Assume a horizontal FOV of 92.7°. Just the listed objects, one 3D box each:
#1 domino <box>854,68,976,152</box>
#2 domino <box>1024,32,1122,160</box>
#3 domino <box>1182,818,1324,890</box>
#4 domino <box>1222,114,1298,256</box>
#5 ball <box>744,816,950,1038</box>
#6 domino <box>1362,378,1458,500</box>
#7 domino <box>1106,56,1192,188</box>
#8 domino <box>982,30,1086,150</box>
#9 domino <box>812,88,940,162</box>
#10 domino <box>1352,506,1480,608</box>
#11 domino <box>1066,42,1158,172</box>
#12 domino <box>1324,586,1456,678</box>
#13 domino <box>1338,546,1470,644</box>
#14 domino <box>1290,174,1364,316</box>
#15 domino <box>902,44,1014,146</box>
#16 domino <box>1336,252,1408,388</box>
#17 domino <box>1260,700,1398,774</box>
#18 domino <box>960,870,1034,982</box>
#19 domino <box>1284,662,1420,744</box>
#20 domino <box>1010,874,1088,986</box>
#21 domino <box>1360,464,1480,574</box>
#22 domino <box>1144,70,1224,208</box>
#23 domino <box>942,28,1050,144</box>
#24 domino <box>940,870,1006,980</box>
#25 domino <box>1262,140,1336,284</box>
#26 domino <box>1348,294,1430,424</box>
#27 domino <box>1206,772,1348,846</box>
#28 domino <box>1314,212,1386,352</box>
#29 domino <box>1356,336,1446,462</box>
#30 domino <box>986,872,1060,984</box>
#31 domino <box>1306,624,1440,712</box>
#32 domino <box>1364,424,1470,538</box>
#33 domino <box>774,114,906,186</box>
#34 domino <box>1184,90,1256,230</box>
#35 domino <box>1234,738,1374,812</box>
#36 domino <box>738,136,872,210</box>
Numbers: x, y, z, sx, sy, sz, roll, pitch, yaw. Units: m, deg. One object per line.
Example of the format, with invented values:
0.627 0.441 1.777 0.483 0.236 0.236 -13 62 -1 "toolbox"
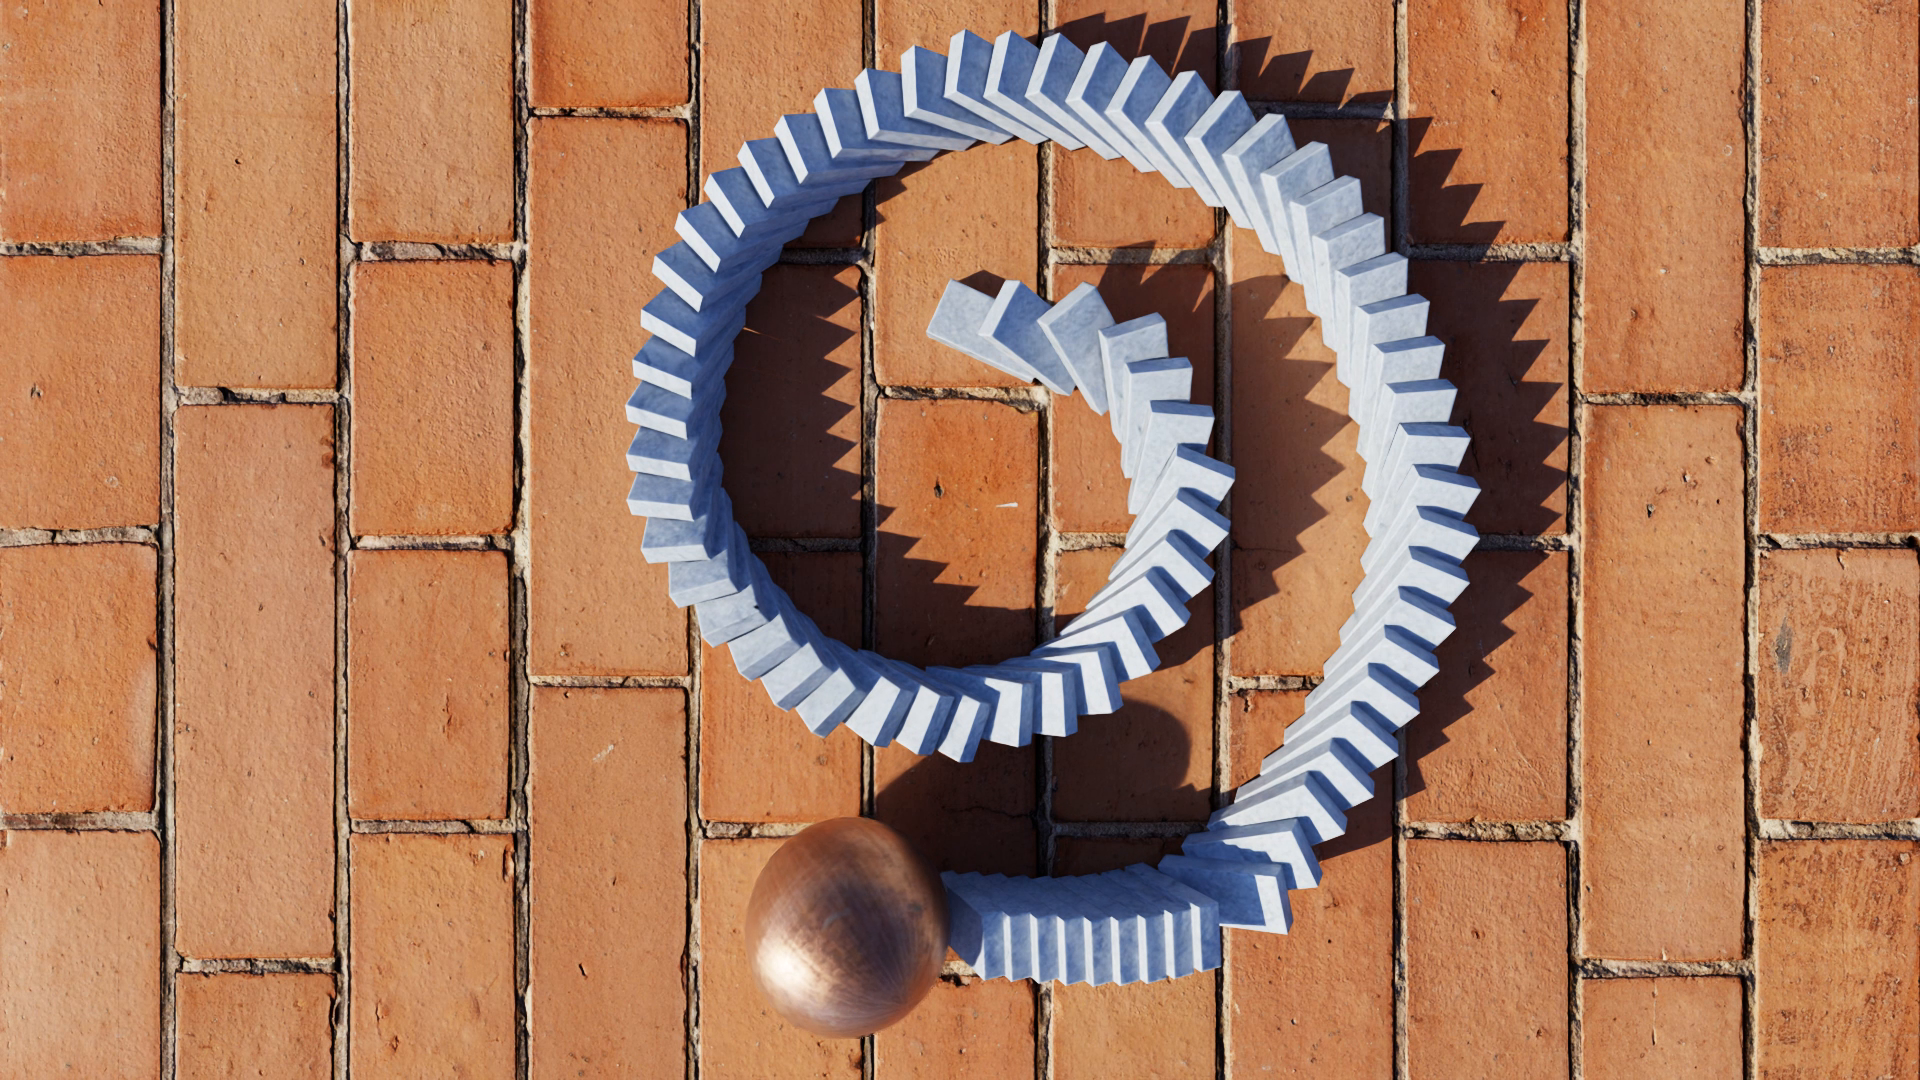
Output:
-0.018 -0.178 0.381 0.050 0.010 0.025 -12 90 -37 "domino"
0.052 -0.183 0.381 0.050 0.010 0.025 20 90 -36 "domino"
0.120 0.133 0.381 0.050 0.009 0.025 -24 93 37 "domino"
0.131 -0.147 0.381 0.025 0.010 0.050 -42 126 0 "domino"
-0.044 0.150 0.360 0.080 0.080 0.080 0 90 0 "ball"
0.186 -0.041 0.382 0.025 0.009 0.050 -4 126 0 "domino"
0.085 -0.173 0.382 0.050 0.010 0.025 29 90 -36 "domino"
0.034 -0.186 0.381 0.050 0.009 0.025 13 89 -36 "domino"
-0.034 -0.172 0.381 0.050 0.010 0.025 -17 90 -36 "domino"
0.188 0.012 0.381 0.025 0.009 0.050 19 126 -1 "domino"
0.069 -0.179 0.381 0.050 0.009 0.025 25 90 -36 "domino"
0.178 0.045 0.382 0.025 0.009 0.050 27 126 0 "domino"
0.184 0.028 0.381 0.025 0.010 0.050 23 126 0 "domino"
0.155 -0.122 0.381 0.025 0.010 0.050 -27 126 -1 "domino"
-0.001 -0.184 0.381 0.050 0.009 0.025 -2 90 -37 "domino"
0.171 -0.091 0.382 0.025 0.010 0.050 -18 126 0 "domino"
0.153 0.091 0.382 0.025 0.009 0.050 41 125 0 "domino"
0.013 0.157 0.375 0.009 0.050 0.025 -2 90 -24 "domino"
0.162 0.076 0.382 0.025 0.010 0.050 35 125 0 "domino"
0.034 0.158 0.375 0.009 0.050 0.025 -2 90 -24 "domino"
0.190 -0.006 0.381 0.025 0.010 0.050 12 126 0 "domino"
0.101 -0.166 0.382 0.050 0.010 0.025 34 90 -36 "domino"
0.017 -0.187 0.381 0.050 0.009 0.025 9 89 -36 "domino"
0.003 0.156 0.375 0.010 0.050 0.025 -2 90 -24 "domino"
0.144 -0.135 0.381 0.025 0.009 0.050 -32 126 0 "domino"
0.178 -0.075 0.382 0.025 0.009 0.050 -12 126 0 "domino"
0.131 0.118 0.381 0.025 0.010 0.050 50 127 0 "domino"
0.163 -0.107 0.381 0.025 0.010 0.050 -23 126 0 "domino"
0.183 -0.058 0.382 0.025 0.010 0.050 -8 126 0 "domino"
0.024 0.157 0.375 0.010 0.050 0.025 -2 90 -24 "domino"
0.170 0.060 0.382 0.025 0.010 0.050 31 126 0 "domino"
0.189 -0.024 0.381 0.025 0.009 0.050 3 126 0 "domino"
-0.049 -0.164 0.381 0.050 0.009 0.025 -23 90 -36 "domino"
0.116 -0.157 0.381 0.025 0.010 0.050 -50 127 0 "domino"
0.143 0.105 0.382 0.025 0.009 0.050 46 126 0 "domino"
-0.064 -0.155 0.381 0.050 0.010 0.025 -28 90 -37 "domino"
